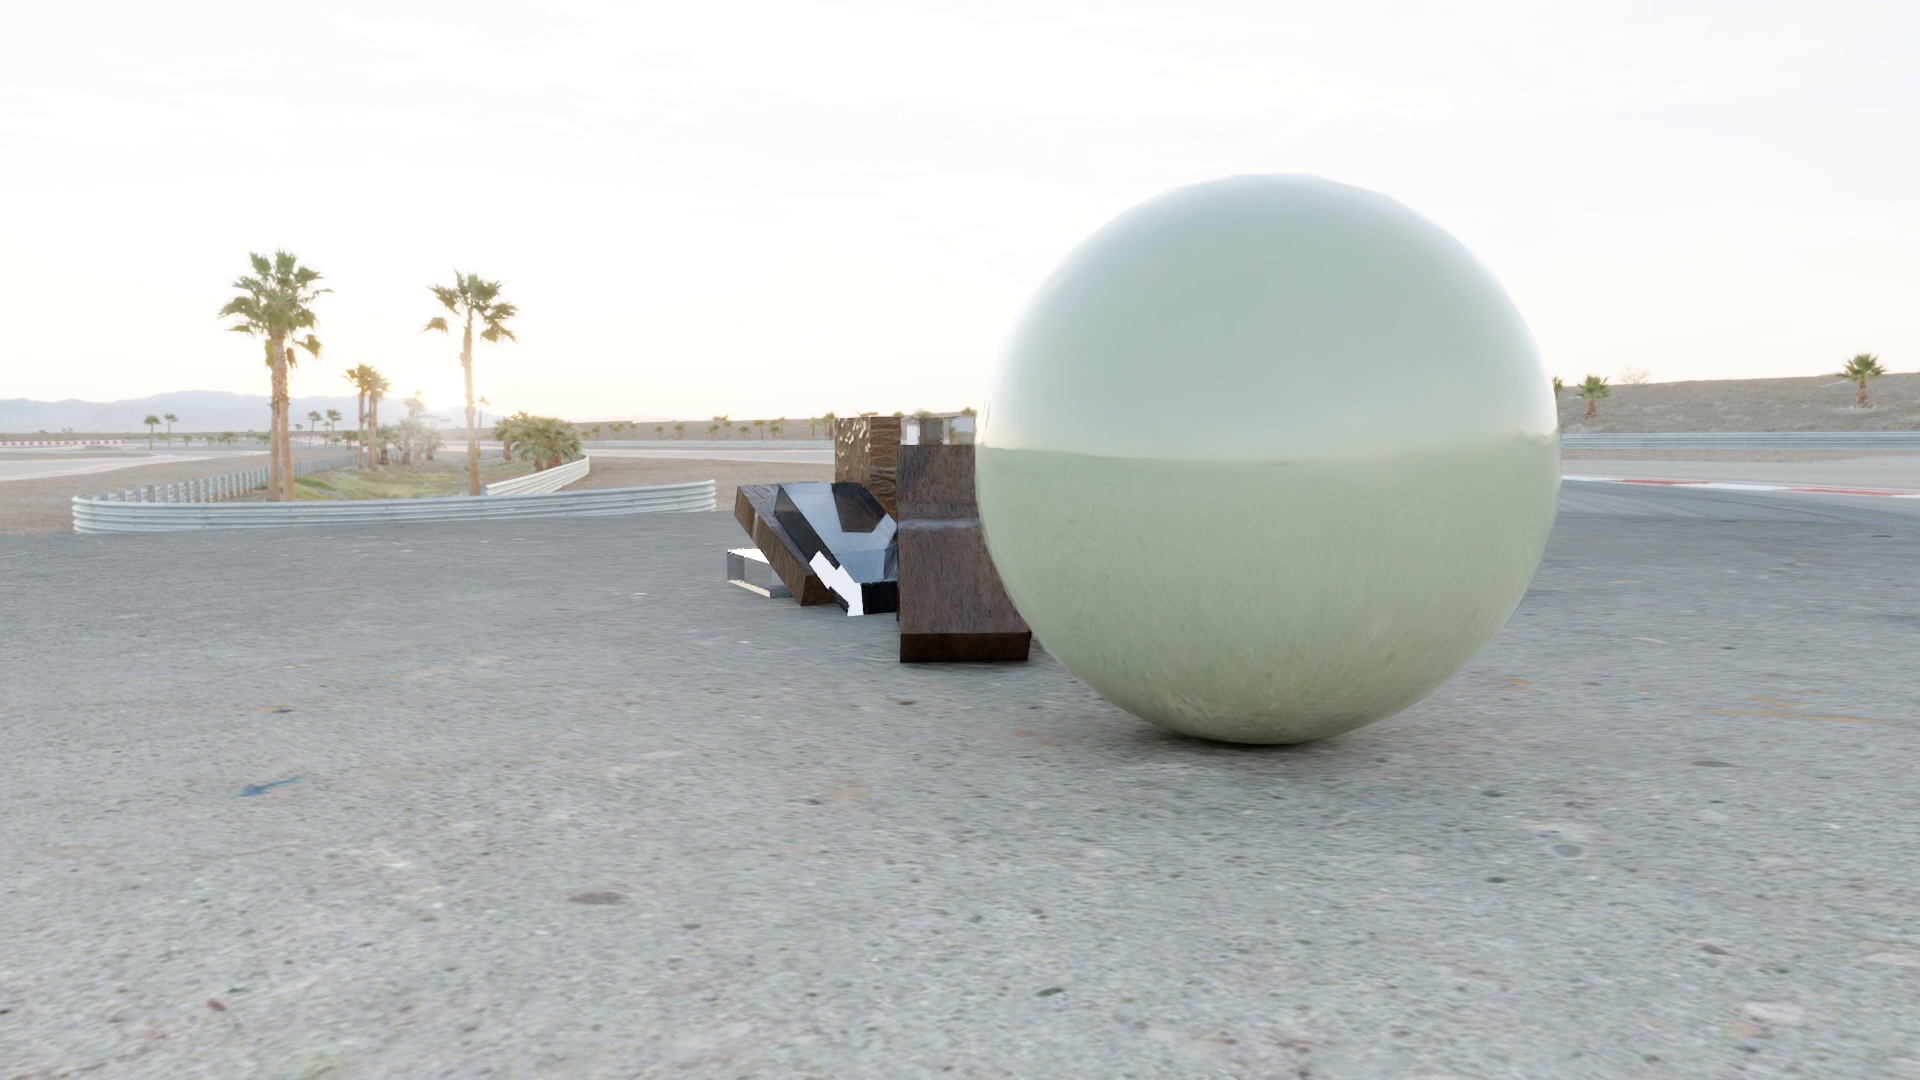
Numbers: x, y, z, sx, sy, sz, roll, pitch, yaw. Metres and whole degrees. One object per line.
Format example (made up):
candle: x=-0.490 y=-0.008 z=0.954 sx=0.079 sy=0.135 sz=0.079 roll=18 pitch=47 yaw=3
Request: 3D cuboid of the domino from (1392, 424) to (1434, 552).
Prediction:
domino: x=0.183 y=-0.021 z=0.519 sx=0.010 sy=0.050 sz=0.025 roll=1 pitch=4 yaw=7

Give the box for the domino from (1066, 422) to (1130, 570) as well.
domino: x=0.047 y=-0.016 z=0.443 sx=0.009 sy=0.050 sz=0.025 roll=-2 pitch=5 yaw=-27

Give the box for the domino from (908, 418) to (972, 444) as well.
domino: x=-0.006 y=-0.011 z=0.379 sx=0.010 sy=0.050 sz=0.025 roll=-2 pitch=5 yaw=-26

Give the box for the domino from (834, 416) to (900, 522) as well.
domino: x=-0.027 y=-0.010 z=0.371 sx=0.009 sy=0.050 sz=0.025 roll=-2 pitch=5 yaw=-29

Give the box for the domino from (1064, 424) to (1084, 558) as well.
domino: x=0.050 y=-0.019 z=0.483 sx=0.025 sy=0.050 sz=0.010 roll=-2 pitch=5 yaw=-21

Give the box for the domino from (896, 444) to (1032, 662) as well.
domino: x=0.000 y=0.002 z=0.263 sx=0.025 sy=0.050 sz=0.010 roll=0 pitch=-40 yaw=-4

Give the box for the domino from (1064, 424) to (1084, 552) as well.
domino: x=0.050 y=-0.020 z=0.505 sx=0.025 sy=0.050 sz=0.010 roll=3 pitch=5 yaw=33

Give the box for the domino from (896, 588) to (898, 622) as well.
domino: x=-0.003 y=0.003 z=0.323 sx=0.025 sy=0.009 sz=0.050 roll=1 pitch=28 yaw=-2

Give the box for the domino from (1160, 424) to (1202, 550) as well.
domino: x=0.090 y=-0.022 z=0.525 sx=0.010 sy=0.050 sz=0.025 roll=-1 pitch=4 yaw=-7

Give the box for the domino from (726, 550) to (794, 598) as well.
domino: x=-0.051 y=0.009 z=0.381 sx=0.025 sy=0.010 sz=0.050 roll=-2 pitch=5 yaw=-24

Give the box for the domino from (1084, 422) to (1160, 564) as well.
domino: x=0.058 y=-0.017 z=0.462 sx=0.025 sy=0.050 sz=0.009 roll=-1 pitch=4 yaw=-10

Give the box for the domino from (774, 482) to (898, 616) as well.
domino: x=-0.028 y=0.001 z=0.340 sx=0.025 sy=0.010 sz=0.050 roll=-3 pitch=33 yaw=-32

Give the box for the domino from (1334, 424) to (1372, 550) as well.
domino: x=0.160 y=-0.022 z=0.522 sx=0.010 sy=0.050 sz=0.025 roll=0 pitch=4 yaw=6

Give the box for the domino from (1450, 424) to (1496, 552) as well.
domino: x=0.206 y=-0.021 z=0.516 sx=0.010 sy=0.050 sz=0.025 roll=1 pitch=4 yaw=7

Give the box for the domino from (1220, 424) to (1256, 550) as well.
domino: x=0.113 y=-0.022 z=0.526 sx=0.010 sy=0.050 sz=0.025 roll=0 pitch=4 yaw=2

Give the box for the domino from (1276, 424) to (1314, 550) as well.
domino: x=0.137 y=-0.022 z=0.524 sx=0.010 sy=0.050 sz=0.025 roll=0 pitch=4 yaw=5

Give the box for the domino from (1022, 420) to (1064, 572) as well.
domino: x=0.025 y=-0.015 z=0.435 sx=0.009 sy=0.050 sz=0.025 roll=-2 pitch=5 yaw=-22

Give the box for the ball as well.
ball: x=0.042 y=-0.011 z=0.183 sx=0.080 sy=0.080 sz=0.080 roll=0 pitch=4 yaw=0

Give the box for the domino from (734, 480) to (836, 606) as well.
domino: x=-0.042 y=0.000 z=0.358 sx=0.025 sy=0.010 sz=0.050 roll=-5 pitch=32 yaw=-31

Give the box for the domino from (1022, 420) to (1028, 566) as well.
domino: x=0.009 y=-0.014 z=0.420 sx=0.025 sy=0.050 sz=0.009 roll=1 pitch=4 yaw=17

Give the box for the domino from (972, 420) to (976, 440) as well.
domino: x=0.006 y=-0.012 z=0.397 sx=0.025 sy=0.050 sz=0.010 roll=1 pitch=4 yaw=7
